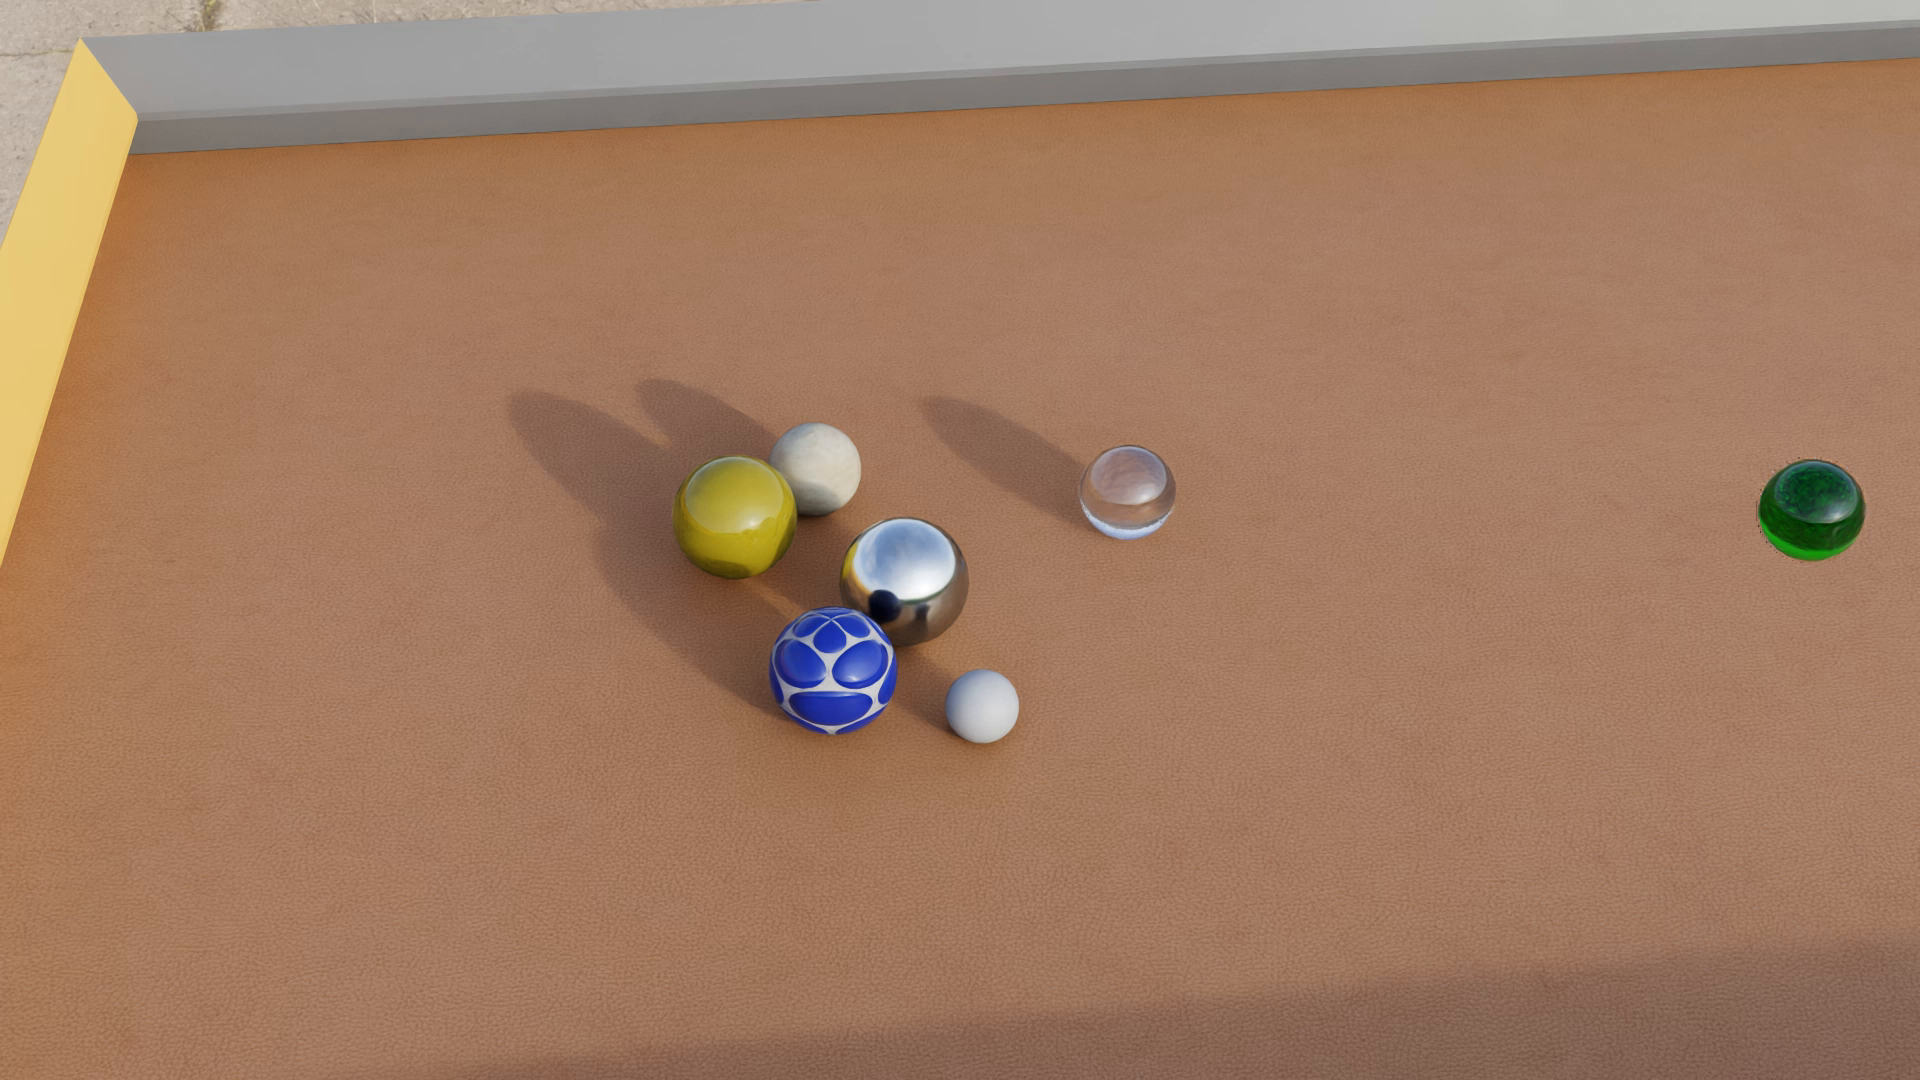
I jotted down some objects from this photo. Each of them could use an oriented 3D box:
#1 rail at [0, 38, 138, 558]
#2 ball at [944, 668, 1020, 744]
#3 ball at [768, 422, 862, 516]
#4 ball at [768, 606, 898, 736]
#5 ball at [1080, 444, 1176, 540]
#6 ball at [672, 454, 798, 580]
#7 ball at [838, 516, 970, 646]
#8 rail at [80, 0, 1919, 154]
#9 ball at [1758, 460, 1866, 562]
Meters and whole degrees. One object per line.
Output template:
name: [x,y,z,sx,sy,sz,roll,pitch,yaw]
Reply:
rail: [-0.640,0.029,1.636,0.045,0.110,1.429,-4,36,-6]
ball: [0.014,0.103,1.589,0.046,0.046,0.046,0,36,0]
ball: [-0.101,-0.049,1.785,0.065,0.065,0.065,0,36,0]
ball: [-0.079,0.081,1.590,0.080,0.080,0.080,0,36,0]
ball: [0.115,-0.033,1.761,0.066,0.066,0.066,0,36,0]
ball: [-0.151,-0.016,1.722,0.085,0.085,0.085,0,36,0]
ball: [-0.036,0.027,1.663,0.085,0.085,0.085,0,36,0]
rail: [0.580,-0.463,2.323,2.673,0.110,0.045,-4,36,-6]
ball: [0.578,-0.020,1.741,0.069,0.069,0.069,0,36,0]
